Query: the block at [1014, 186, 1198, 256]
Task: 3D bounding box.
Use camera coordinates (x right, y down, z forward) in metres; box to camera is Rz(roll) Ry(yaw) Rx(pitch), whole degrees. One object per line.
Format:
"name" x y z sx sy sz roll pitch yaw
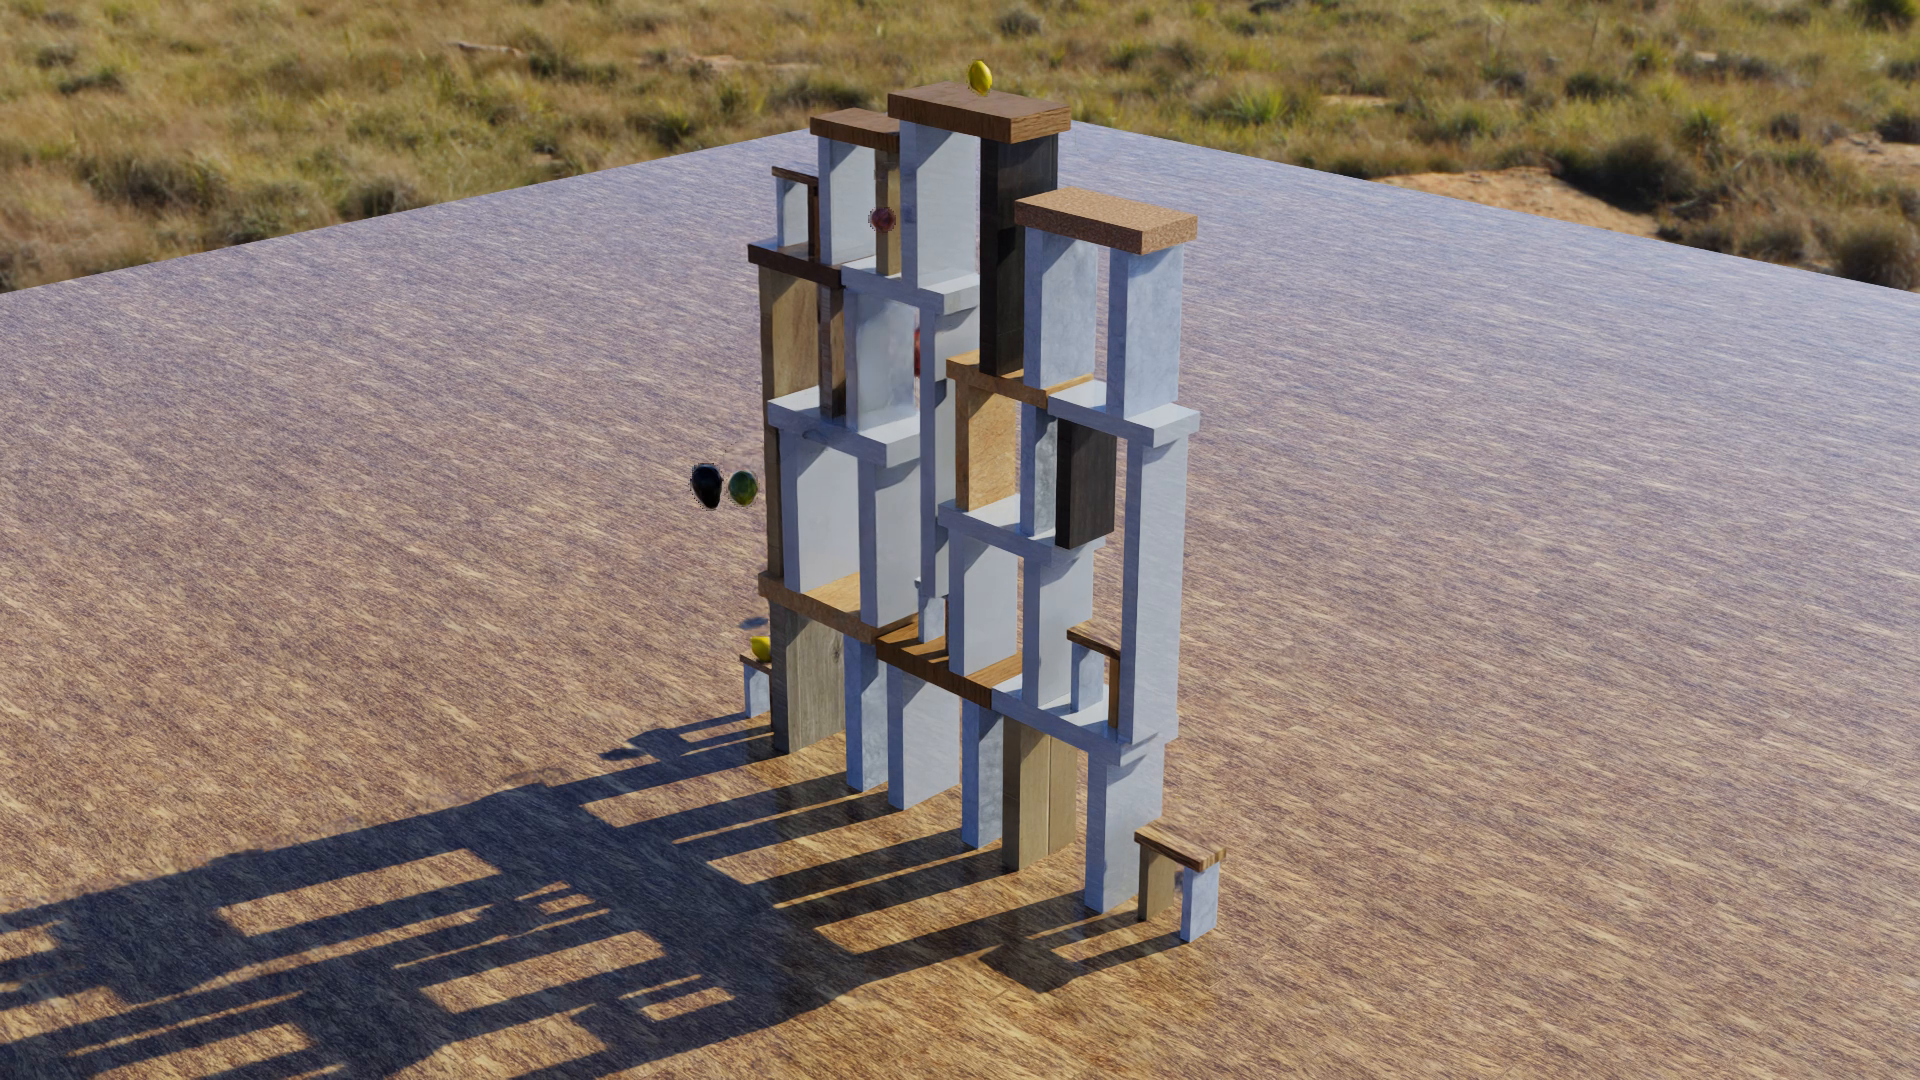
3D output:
"block" 0.246 -0.544 3.733 0.286 0.041 0.143 21 31 40

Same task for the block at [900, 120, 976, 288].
"block" -0.039 -0.623 4.005 0.043 0.303 0.152 21 31 40

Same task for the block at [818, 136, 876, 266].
"block" -0.214 -0.655 4.184 0.116 0.244 0.033 -21 31 -41

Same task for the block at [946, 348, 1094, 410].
"block" 0.107 -0.297 3.981 0.125 0.035 0.249 -21 31 -41

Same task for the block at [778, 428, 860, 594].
"block" -0.282 -0.080 4.492 0.174 0.347 0.049 -21 31 -41

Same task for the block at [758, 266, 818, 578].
"block" -0.338 -0.249 4.486 0.133 0.663 0.038 -21 31 -40

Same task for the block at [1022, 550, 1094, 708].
"block" 0.181 0.151 4.085 0.041 0.291 0.145 21 31 41

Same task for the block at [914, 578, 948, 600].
"block" -0.029 0.092 4.299 0.114 0.016 0.057 21 30 40

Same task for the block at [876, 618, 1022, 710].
"block" 0.001 0.237 4.329 0.159 0.045 0.319 -21 31 -41

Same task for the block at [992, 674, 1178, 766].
"block" 0.232 0.322 4.114 0.324 0.046 0.162 21 31 41

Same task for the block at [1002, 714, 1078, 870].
"block" 0.155 0.462 4.257 0.046 0.324 0.162 21 31 41

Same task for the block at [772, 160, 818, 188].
"block" -0.293 -0.708 4.245 0.137 0.019 0.068 21 31 41

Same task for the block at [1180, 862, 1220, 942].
"block" 0.440 0.652 4.026 0.077 0.155 0.022 -21 31 -41

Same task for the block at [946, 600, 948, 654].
"block" -0.003 0.163 4.299 0.016 0.114 0.057 21 31 41

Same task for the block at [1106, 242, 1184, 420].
"block" 0.314 -0.364 3.736 0.041 0.293 0.143 21 31 41

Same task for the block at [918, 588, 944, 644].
"block" -0.057 0.142 4.349 0.057 0.114 0.016 -21 31 -41

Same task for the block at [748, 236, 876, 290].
"block" -0.277 -0.548 4.293 0.133 0.038 0.266 -21 31 -41

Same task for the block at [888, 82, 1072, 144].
"block" 0.032 -0.755 3.872 0.303 0.043 0.152 21 31 40

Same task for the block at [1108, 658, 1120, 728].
"block" 0.301 0.268 4.005 0.020 0.139 0.069 21 31 41

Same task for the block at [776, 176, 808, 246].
"block" -0.326 -0.649 4.306 0.068 0.137 0.019 -21 32 -41

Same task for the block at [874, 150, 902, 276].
"block" -0.103 -0.617 4.081 0.033 0.232 0.116 21 31 40

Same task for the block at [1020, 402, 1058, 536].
"block" 0.165 -0.143 3.983 0.035 0.249 0.125 21 31 40

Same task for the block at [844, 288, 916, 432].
"block" -0.154 -0.358 4.222 0.138 0.276 0.039 -17 29 -35

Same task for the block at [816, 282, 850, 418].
"block" -0.215 -0.383 4.295 0.133 0.266 0.038 -21 31 -41

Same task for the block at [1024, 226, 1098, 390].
"block" 0.177 -0.420 3.859 0.041 0.286 0.143 21 31 41

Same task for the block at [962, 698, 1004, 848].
"block" 0.076 0.434 4.331 0.045 0.319 0.159 21 31 41

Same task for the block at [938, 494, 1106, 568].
"block" 0.113 -0.028 4.083 0.291 0.041 0.145 21 31 41

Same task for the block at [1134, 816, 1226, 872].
"block" 0.403 0.556 4.025 0.077 0.022 0.155 -21 31 -41

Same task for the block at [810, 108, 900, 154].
"block" -0.157 -0.760 4.080 0.232 0.033 0.116 21 31 40

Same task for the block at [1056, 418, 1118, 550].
"block" 0.226 -0.115 3.925 0.034 0.243 0.121 21 31 40

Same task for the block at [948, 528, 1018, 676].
"block" 0.044 0.101 4.212 0.041 0.297 0.145 21 31 41

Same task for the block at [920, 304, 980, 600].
"block" -0.013 -0.175 4.172 0.039 0.574 0.138 21 31 40

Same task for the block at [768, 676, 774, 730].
"block" -0.383 0.345 4.783 0.064 0.129 0.018 -21 31 -41

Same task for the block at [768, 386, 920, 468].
"block" -0.201 -0.230 4.338 0.174 0.049 0.347 -21 31 -40

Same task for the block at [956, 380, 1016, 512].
"block" 0.048 -0.189 4.091 0.035 0.249 0.125 21 31 41

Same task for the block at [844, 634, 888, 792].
"block" -0.156 0.330 4.539 0.049 0.347 0.173 21 31 41

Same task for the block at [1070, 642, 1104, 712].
"block" 0.236 0.242 4.065 0.020 0.139 0.069 21 31 41

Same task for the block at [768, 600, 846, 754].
"block" -0.320 0.266 4.689 0.049 0.346 0.173 21 31 41

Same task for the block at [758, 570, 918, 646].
"block" -0.238 0.116 4.537 0.173 0.049 0.346 -21 31 -41

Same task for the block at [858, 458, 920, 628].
"block" -0.119 -0.016 4.340 0.174 0.347 0.049 -21 31 -40

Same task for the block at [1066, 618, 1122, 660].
"block" 0.269 0.182 4.004 0.139 0.020 0.069 21 31 41

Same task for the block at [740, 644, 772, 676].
"block" -0.414 0.265 4.782 0.129 0.018 0.064 21 31 41

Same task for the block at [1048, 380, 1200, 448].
"block" 0.283 -0.221 3.818 0.243 0.034 0.121 21 31 41

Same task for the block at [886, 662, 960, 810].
"block" -0.074 0.375 4.469 0.045 0.319 0.159 21 31 41

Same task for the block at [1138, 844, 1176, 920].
"block" 0.367 0.624 4.093 0.077 0.155 0.022 -21 31 -41

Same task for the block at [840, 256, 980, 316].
"block" -0.078 -0.482 4.112 0.276 0.039 0.138 21 31 40

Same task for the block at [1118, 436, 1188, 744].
"block" 0.340 0.082 3.885 0.034 0.575 0.121 21 31 41

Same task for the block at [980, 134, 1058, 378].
"block" 0.104 -0.512 3.898 0.152 0.425 0.043 -21 31 -41

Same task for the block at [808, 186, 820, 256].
"block" -0.262 -0.623 4.246 0.068 0.137 0.019 -21 32 -41

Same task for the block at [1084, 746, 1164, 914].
"block" 0.308 0.522 4.116 0.046 0.324 0.162 21 31 41

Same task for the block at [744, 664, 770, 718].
"block" -0.444 0.321 4.839 0.064 0.129 0.018 -21 31 -41
